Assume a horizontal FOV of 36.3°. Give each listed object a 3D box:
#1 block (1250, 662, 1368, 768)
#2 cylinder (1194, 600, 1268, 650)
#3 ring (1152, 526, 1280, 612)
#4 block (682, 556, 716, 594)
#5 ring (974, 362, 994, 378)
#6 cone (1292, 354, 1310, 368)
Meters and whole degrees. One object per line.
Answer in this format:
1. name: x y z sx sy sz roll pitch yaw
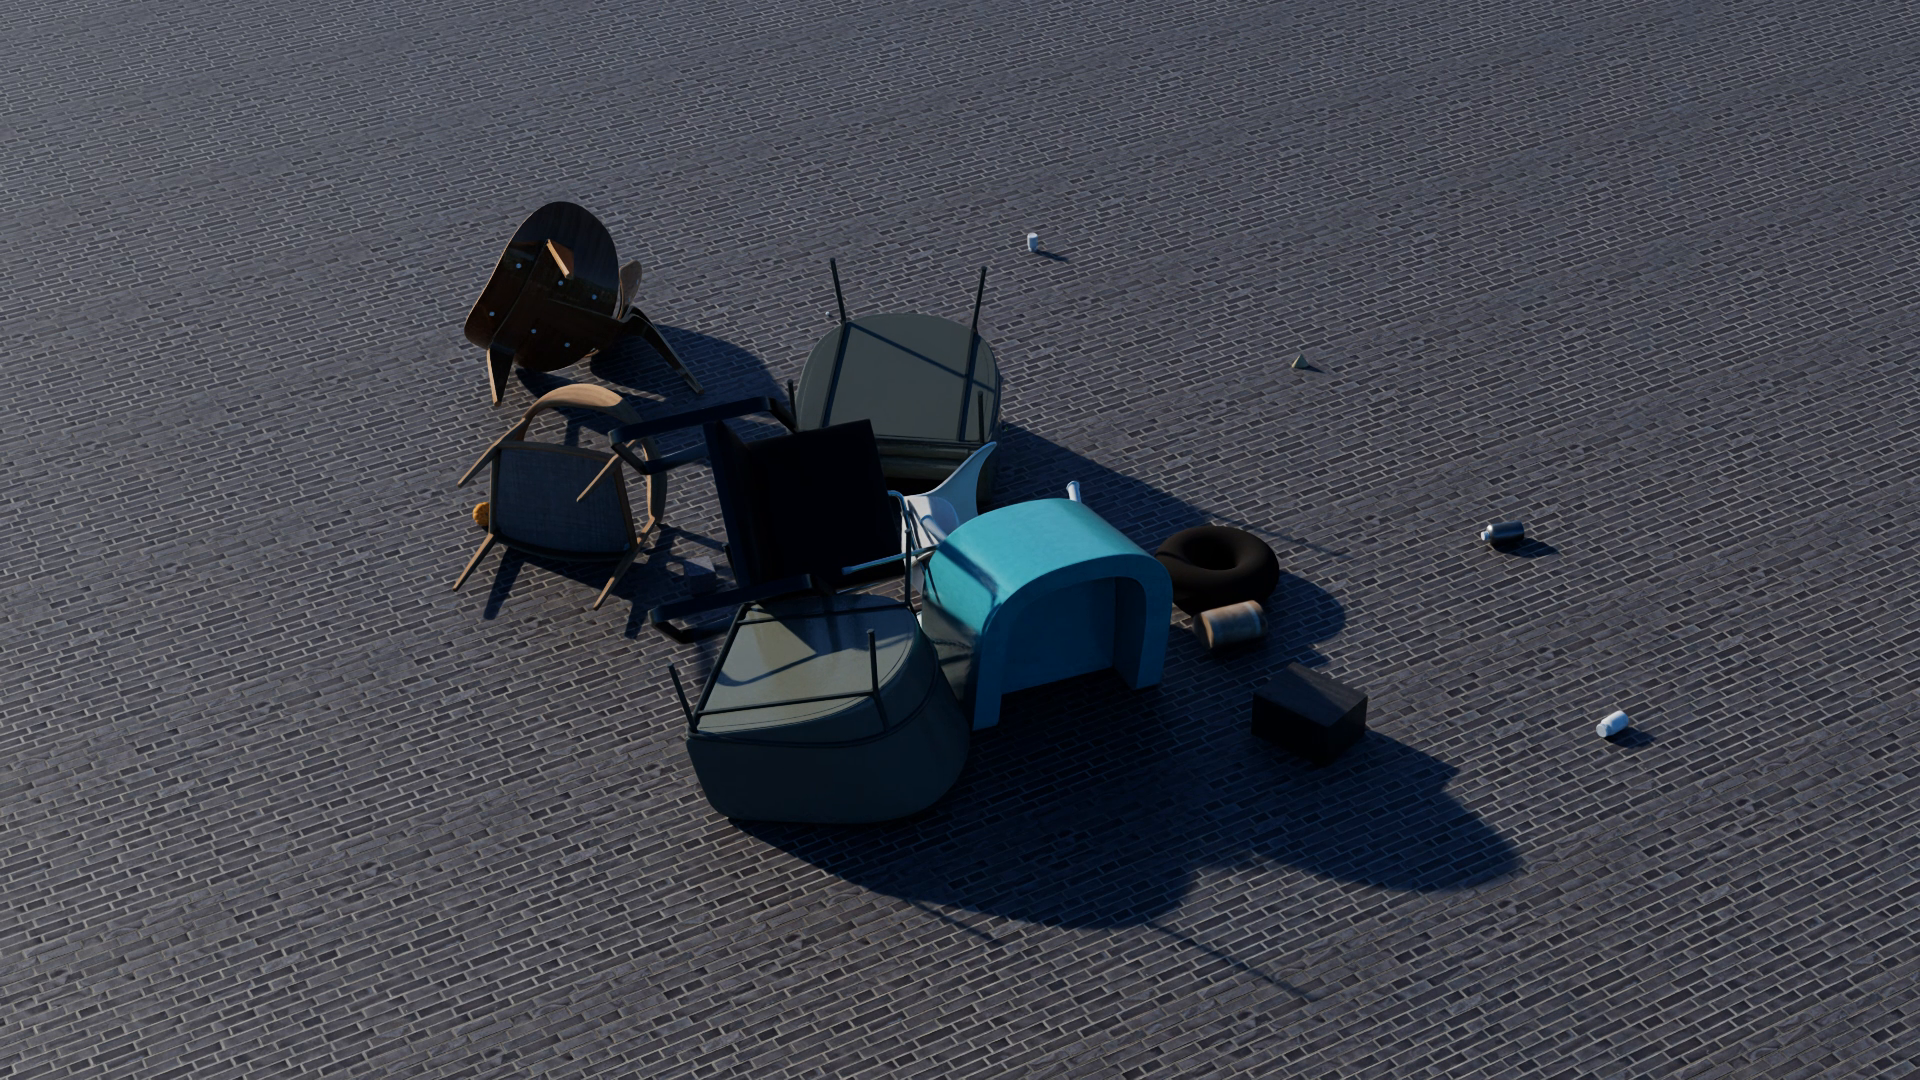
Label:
1. block: 1.178 0.588 9.897 0.301 0.169 0.238 25 41 32
2. cylinder: 0.956 0.300 10.371 0.211 0.129 0.168 -12 22 -18
3. ring: 0.927 0.107 10.640 0.463 0.159 0.459 12 34 19
4. block: -0.948 0.128 10.678 0.096 0.079 0.112 -10 35 -14
5. ring: 0.096 -0.693 11.968 0.067 0.032 0.111 -15 37 -23
6. cone: 1.397 -0.740 12.013 0.074 0.060 0.042 -6 34 -9
